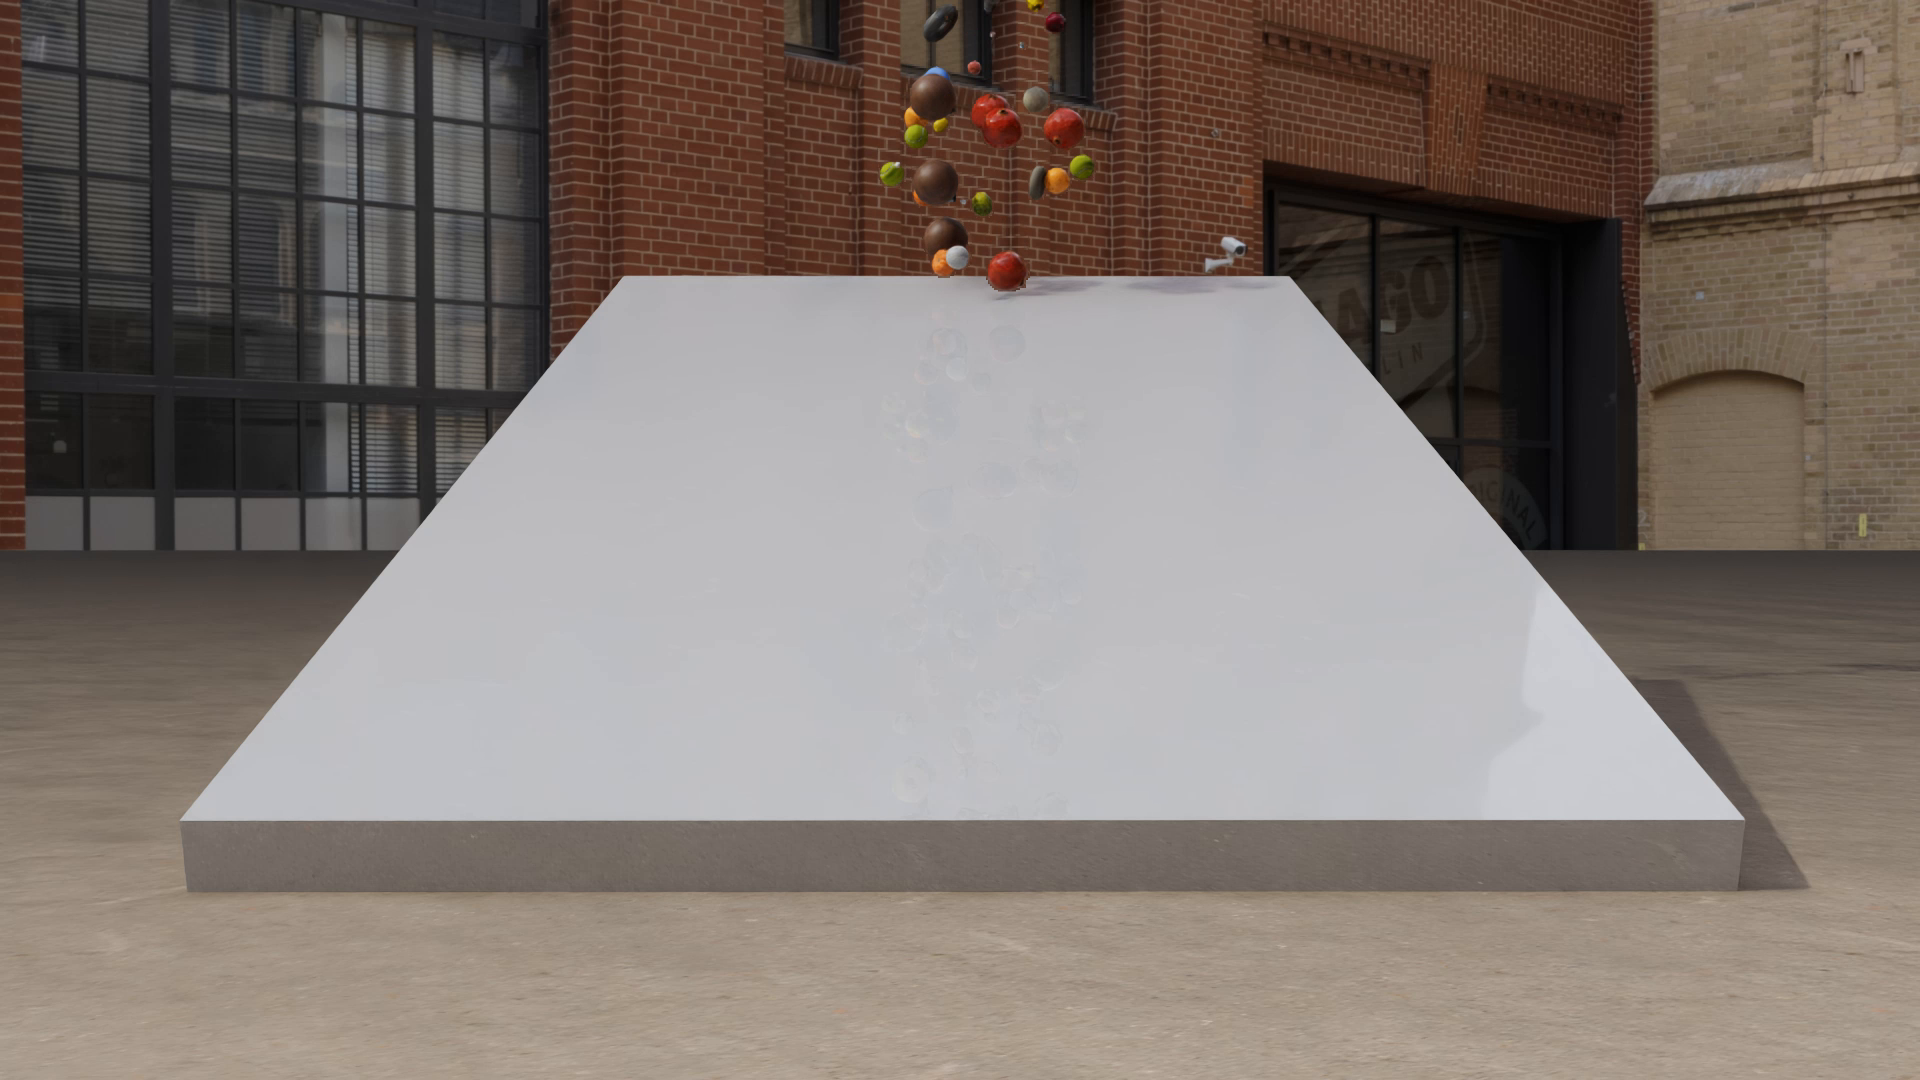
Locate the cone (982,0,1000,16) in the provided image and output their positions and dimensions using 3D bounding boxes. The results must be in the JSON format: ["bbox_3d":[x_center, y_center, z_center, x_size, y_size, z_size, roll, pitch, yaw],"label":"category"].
[{"bbox_3d":[0.088,-1.577,6.496,0.092,0.092,0.092,15,6,-2],"label":"cone"}]

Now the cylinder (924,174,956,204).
[{"bbox_3d":[-0.059,-1.026,6.474,0.083,0.083,0.083,-5,1,-7],"label":"cylinder"}]

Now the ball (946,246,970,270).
[{"bbox_3d":[-0.007,-0.797,6.248,0.067,0.067,0.067,0,0,0],"label":"ball"}]

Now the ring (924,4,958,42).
[{"bbox_3d":[-0.055,-1.458,6.256,0.041,0.122,0.122,45,11,12],"label":"ring"}]

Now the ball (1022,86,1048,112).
[{"bbox_3d":[0.223,-1.293,6.511,0.076,0.076,0.076,0,0,0],"label":"ball"}]

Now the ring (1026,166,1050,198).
[{"bbox_3d":[0.218,-1.000,6.205,0.032,0.097,0.097,27,10,21],"label":"ring"}]

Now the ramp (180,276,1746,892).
[{"bbox_3d":[-0.003,-0.170,4.762,2.000,0.100,4.000,0,17,0],"label":"ramp"}]
